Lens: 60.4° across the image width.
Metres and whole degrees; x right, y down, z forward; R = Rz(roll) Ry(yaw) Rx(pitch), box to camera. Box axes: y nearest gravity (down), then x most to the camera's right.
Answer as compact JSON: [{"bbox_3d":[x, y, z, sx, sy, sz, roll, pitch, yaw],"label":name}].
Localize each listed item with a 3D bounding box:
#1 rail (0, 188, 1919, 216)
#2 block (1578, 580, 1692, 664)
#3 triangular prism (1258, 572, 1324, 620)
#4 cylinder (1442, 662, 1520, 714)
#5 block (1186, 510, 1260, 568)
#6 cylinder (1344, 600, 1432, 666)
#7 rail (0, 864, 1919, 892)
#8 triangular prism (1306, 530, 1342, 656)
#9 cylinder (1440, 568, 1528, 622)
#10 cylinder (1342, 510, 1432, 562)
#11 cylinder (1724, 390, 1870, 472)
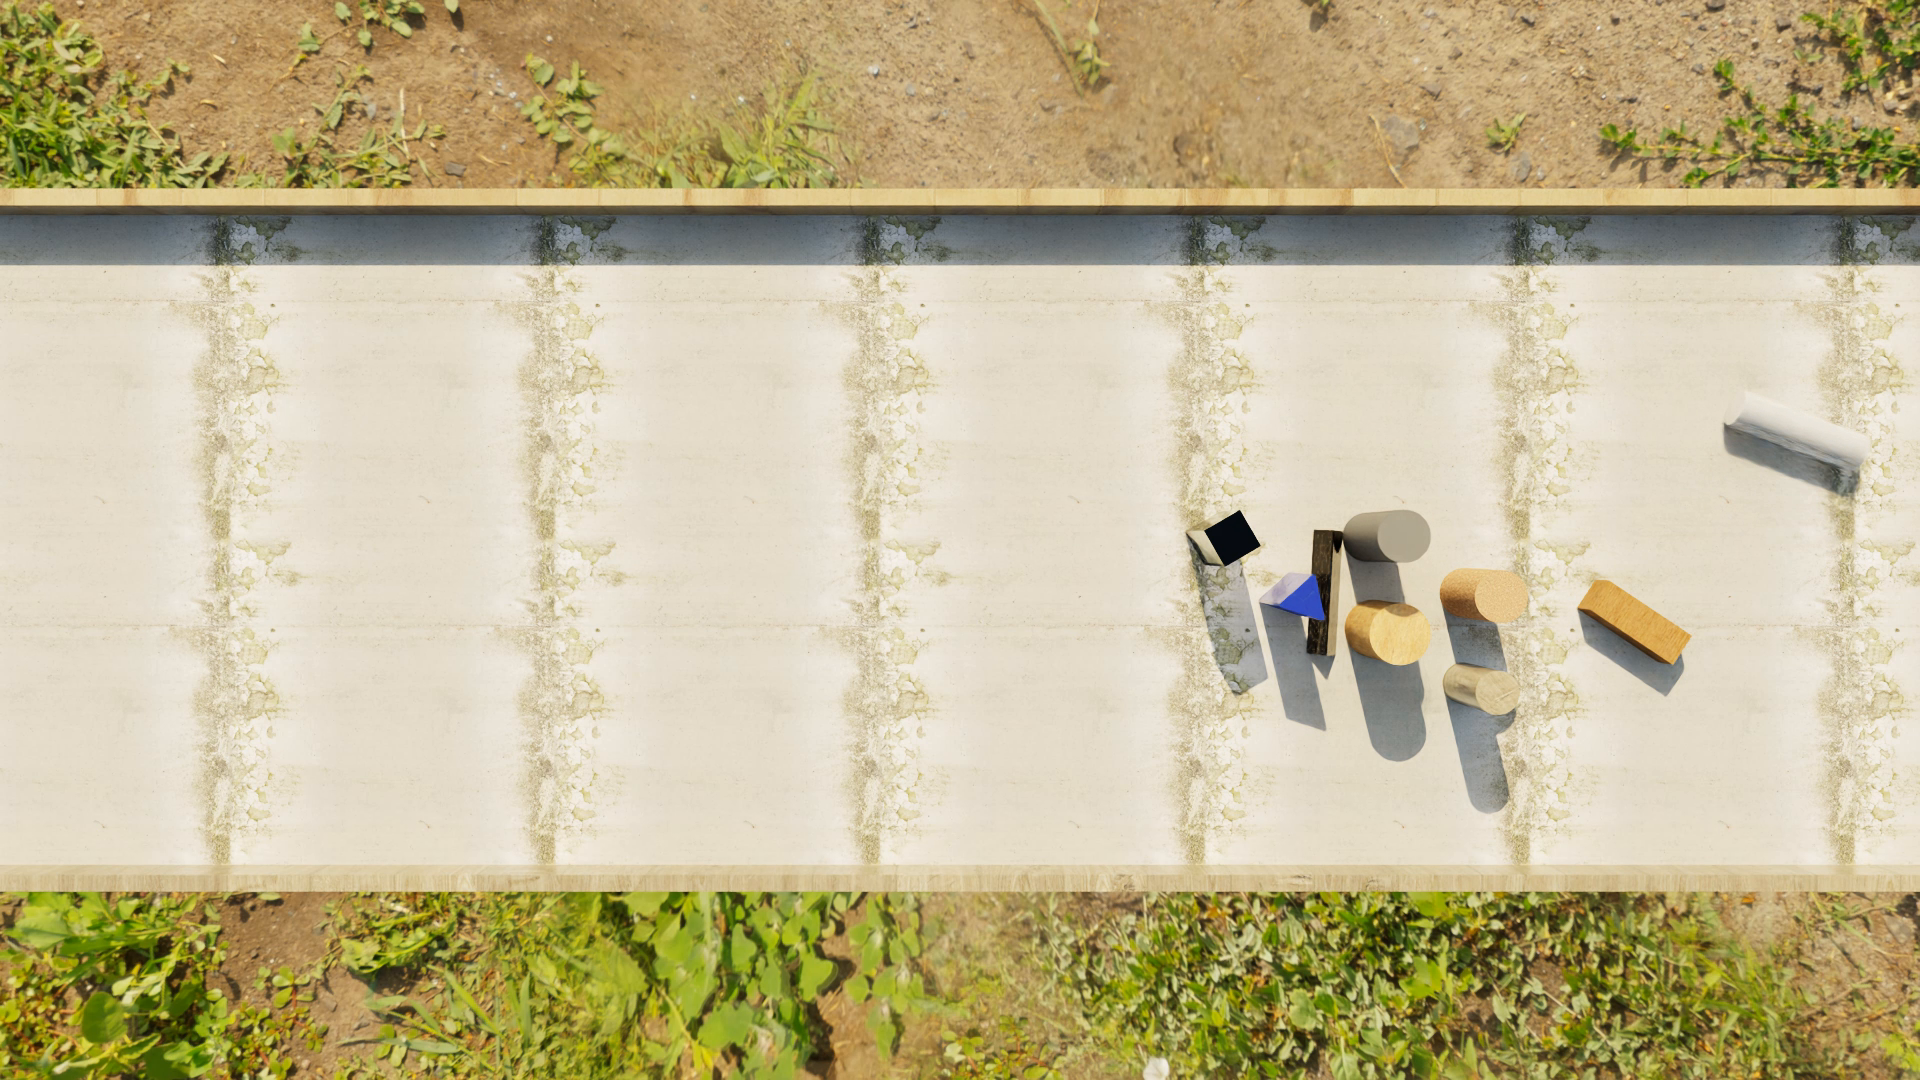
[{"bbox_3d":[-2.247,-1.025,5.002,12.000,0.150,0.050,0,90,0],"label":"rail"},{"bbox_3d":[2.053,0.249,5.024,0.301,0.105,0.105,34,90,0],"label":"block"},{"bbox_3d":[0.999,0.154,4.904,0.132,0.345,0.115,18,90,0],"label":"triangular prism"},{"bbox_3d":[1.549,0.440,4.913,0.127,0.326,0.127,0,90,0],"label":"cylinder"},{"bbox_3d":[0.774,-0.005,4.880,0.119,0.393,0.119,-30,90,0],"label":"block"},{"bbox_3d":[1.273,0.272,4.922,0.178,0.309,0.178,0,90,0],"label":"cylinder"},{"bbox_3d":[-2.247,1.025,5.001,12.000,0.150,0.050,0,90,0],"label":"rail"},{"bbox_3d":[1.121,0.160,5.036,0.088,0.076,0.381,3,90,0],"label":"triangular prism"},{"bbox_3d":[1.552,0.162,4.902,0.152,0.348,0.152,0,90,0],"label":"cylinder"},{"bbox_3d":[1.248,-0.010,4.845,0.150,0.460,0.150,0,90,1],"label":"cylinder"},{"bbox_3d":[2.546,-0.332,5.020,0.400,0.114,0.114,20,90,0],"label":"cylinder"}]
